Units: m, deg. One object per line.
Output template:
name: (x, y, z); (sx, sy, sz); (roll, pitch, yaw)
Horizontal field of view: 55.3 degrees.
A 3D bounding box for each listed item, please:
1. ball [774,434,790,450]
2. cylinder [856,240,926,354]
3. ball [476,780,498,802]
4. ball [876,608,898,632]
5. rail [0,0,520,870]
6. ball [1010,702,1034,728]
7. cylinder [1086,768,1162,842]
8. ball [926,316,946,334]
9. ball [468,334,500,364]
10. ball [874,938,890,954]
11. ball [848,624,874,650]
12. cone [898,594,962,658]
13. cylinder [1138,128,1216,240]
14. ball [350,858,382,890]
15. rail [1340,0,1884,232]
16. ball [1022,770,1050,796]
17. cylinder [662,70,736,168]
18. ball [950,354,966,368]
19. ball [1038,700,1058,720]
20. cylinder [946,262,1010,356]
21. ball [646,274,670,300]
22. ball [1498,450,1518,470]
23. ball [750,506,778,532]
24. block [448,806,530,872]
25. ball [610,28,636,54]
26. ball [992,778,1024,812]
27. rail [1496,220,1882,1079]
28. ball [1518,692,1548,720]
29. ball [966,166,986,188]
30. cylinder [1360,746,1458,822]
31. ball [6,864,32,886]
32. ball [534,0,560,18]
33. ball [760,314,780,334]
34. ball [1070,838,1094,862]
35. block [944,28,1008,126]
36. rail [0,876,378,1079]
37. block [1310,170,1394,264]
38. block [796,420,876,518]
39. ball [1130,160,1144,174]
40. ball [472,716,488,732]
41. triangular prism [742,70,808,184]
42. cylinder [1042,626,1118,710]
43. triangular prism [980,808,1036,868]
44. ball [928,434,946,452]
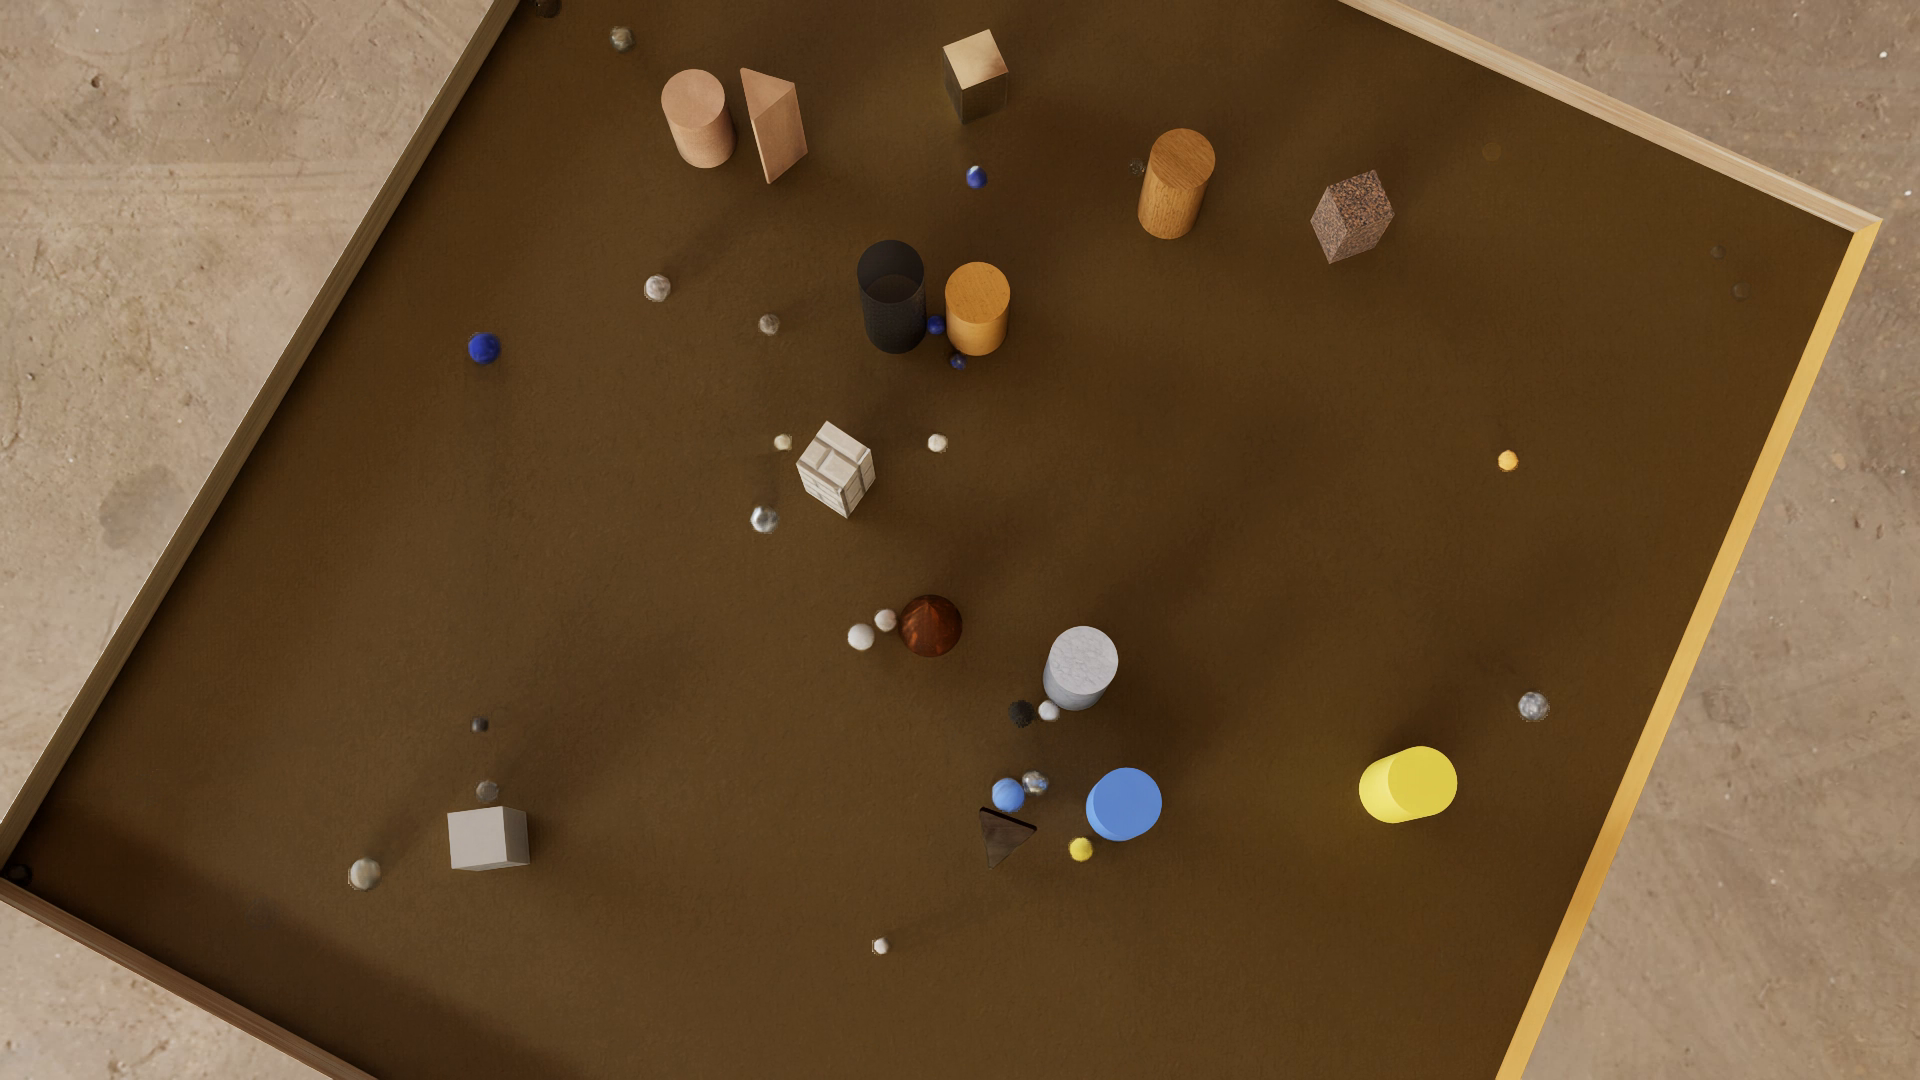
ball: (-0.547, -0.301, 5.653); (0.050, 0.050, 0.050); (0, 78, 0)
cylinder: (-0.201, -0.726, 5.521); (0.193, 0.481, 0.193); (0, 78, 0)
ball: (-1.401, 0.744, 5.432); (0.060, 0.060, 0.060); (0, 78, 0)
ball: (-0.223, 0.242, 5.532); (0.067, 0.067, 0.067); (0, 78, 0)
rail: (-1.870, -0.909, 5.739); (0.045, 0.126, 4.379); (26, 80, 5)
ball: (0.185, 0.522, 5.472); (0.072, 0.072, 0.072); (0, 78, 0)
cylinder: (0.471, 0.768, 5.302); (0.193, 0.305, 0.193); (0, 78, 0)
ball: (-0.074, -0.672, 5.725); (0.060, 0.060, 0.060); (0, 78, 0)
ball: (-1.478, -0.594, 5.691); (0.096, 0.096, 0.096); (0, 78, 0)
ball: (-0.228, 1.185, 5.348); (0.046, 0.046, 0.046); (0, 78, 0)
ball: (-0.296, 0.292, 5.515); (0.079, 0.079, 0.079); (0, 78, 0)
cone: (-0.090, 0.219, 5.361); (0.193, 0.412, 0.193); (0, 78, 0)
cylinder: (0.661, -1.090, 5.636); (0.193, 0.403, 0.193); (0, 78, 0)
ball: (-1.742, 0.978, 5.369); (0.089, 0.089, 0.089); (0, 78, 0)
rail: (0.969, -1.891, 5.942); (4.228, 0.126, 0.045); (26, 80, 5)
ball: (0.223, 0.719, 5.426); (0.082, 0.082, 0.082); (0, 78, 0)
cylinder: (-0.814, -1.315, 5.734); (0.193, 0.303, 0.193); (0, 78, 0)
ball: (-0.006, -0.557, 5.708); (0.047, 0.047, 0.047); (0, 78, 0)
ball: (0.265, 0.510, 5.480); (0.061, 0.061, 0.061); (0, 78, 0)
cylinder: (0.052, -0.703, 5.601); (0.193, 0.316, 0.193); (0, 78, 0)
ball: (-0.945, -0.791, 5.740); (0.079, 0.079, 0.079); (0, 78, 0)
ball: (1.685, -0.245, 5.637); (0.058, 0.058, 0.058); (0, 78, 0)
ball: (-0.597, -0.064, 5.588); (0.081, 0.081, 0.081); (0, 78, 0)
block: (-1.358, 0.864, 5.292); (0.155, 0.285, 0.155); (-7, 78, -2)
ball: (-1.085, -1.611, 5.909); (0.081, 0.081, 0.081); (0, 78, 0)
ball: (0.141, 0.752, 5.412); (0.097, 0.097, 0.097); (0, 78, 0)
rail: (1.870, 0.922, 5.361); (0.045, 0.126, 4.379); (26, 80, 5)
ball: (1.712, 0.495, 5.471); (0.084, 0.084, 0.084); (0, 78, 0)
ball: (0.051, -1.154, 5.821); (0.067, 0.067, 0.067); (0, 78, 0)
cylinder: (1.286, 0.708, 5.279); (0.193, 0.373, 0.193); (0, 78, 0)
ball: (-2.762, 0.982, 5.379); (0.068, 0.068, 0.068); (0, 78, 0)
ball: (-1.338, -1.732, 5.932); (0.085, 0.085, 0.085); (0, 78, 0)
ball: (-0.594, -0.674, 5.724); (0.063, 0.063, 0.063); (0, 78, 0)
ball: (0.359, 0.911, 5.393); (0.068, 0.068, 0.068); (0, 78, 0)
block: (0.049, -1.458, 5.786); (0.155, 0.260, 0.155); (-22, 79, -5)
rail: (-0.969, 1.904, 5.157); (4.228, 0.126, 0.045); (26, 80, 5)
block: (1.213, -0.999, 5.680); (0.155, 0.281, 0.155); (-20, 79, -4)
block: (-0.367, -0.206, 5.480); (0.155, 0.351, 0.155); (34, 80, 7)
ball: (0.563, -1.187, 5.840); (0.044, 0.044, 0.044); (0, 78, 0)
ball: (-1.433, 0.553, 5.478); (0.048, 0.048, 0.048); (0, 78, 0)
triangular prism: (-0.598, -1.293, 5.641); (0.168, 0.476, 0.145); (-42, 81, -8)
cylinder: (0.346, 0.378, 5.329); (0.193, 0.409, 0.193); (0, 78, 0)
triangular prism: (0.106, 0.837, 5.291); (0.168, 0.298, 0.145); (-39, 81, -7)
ball: (-0.071, -0.300, 5.650); (0.056, 0.056, 0.056); (0, 78, 0)
